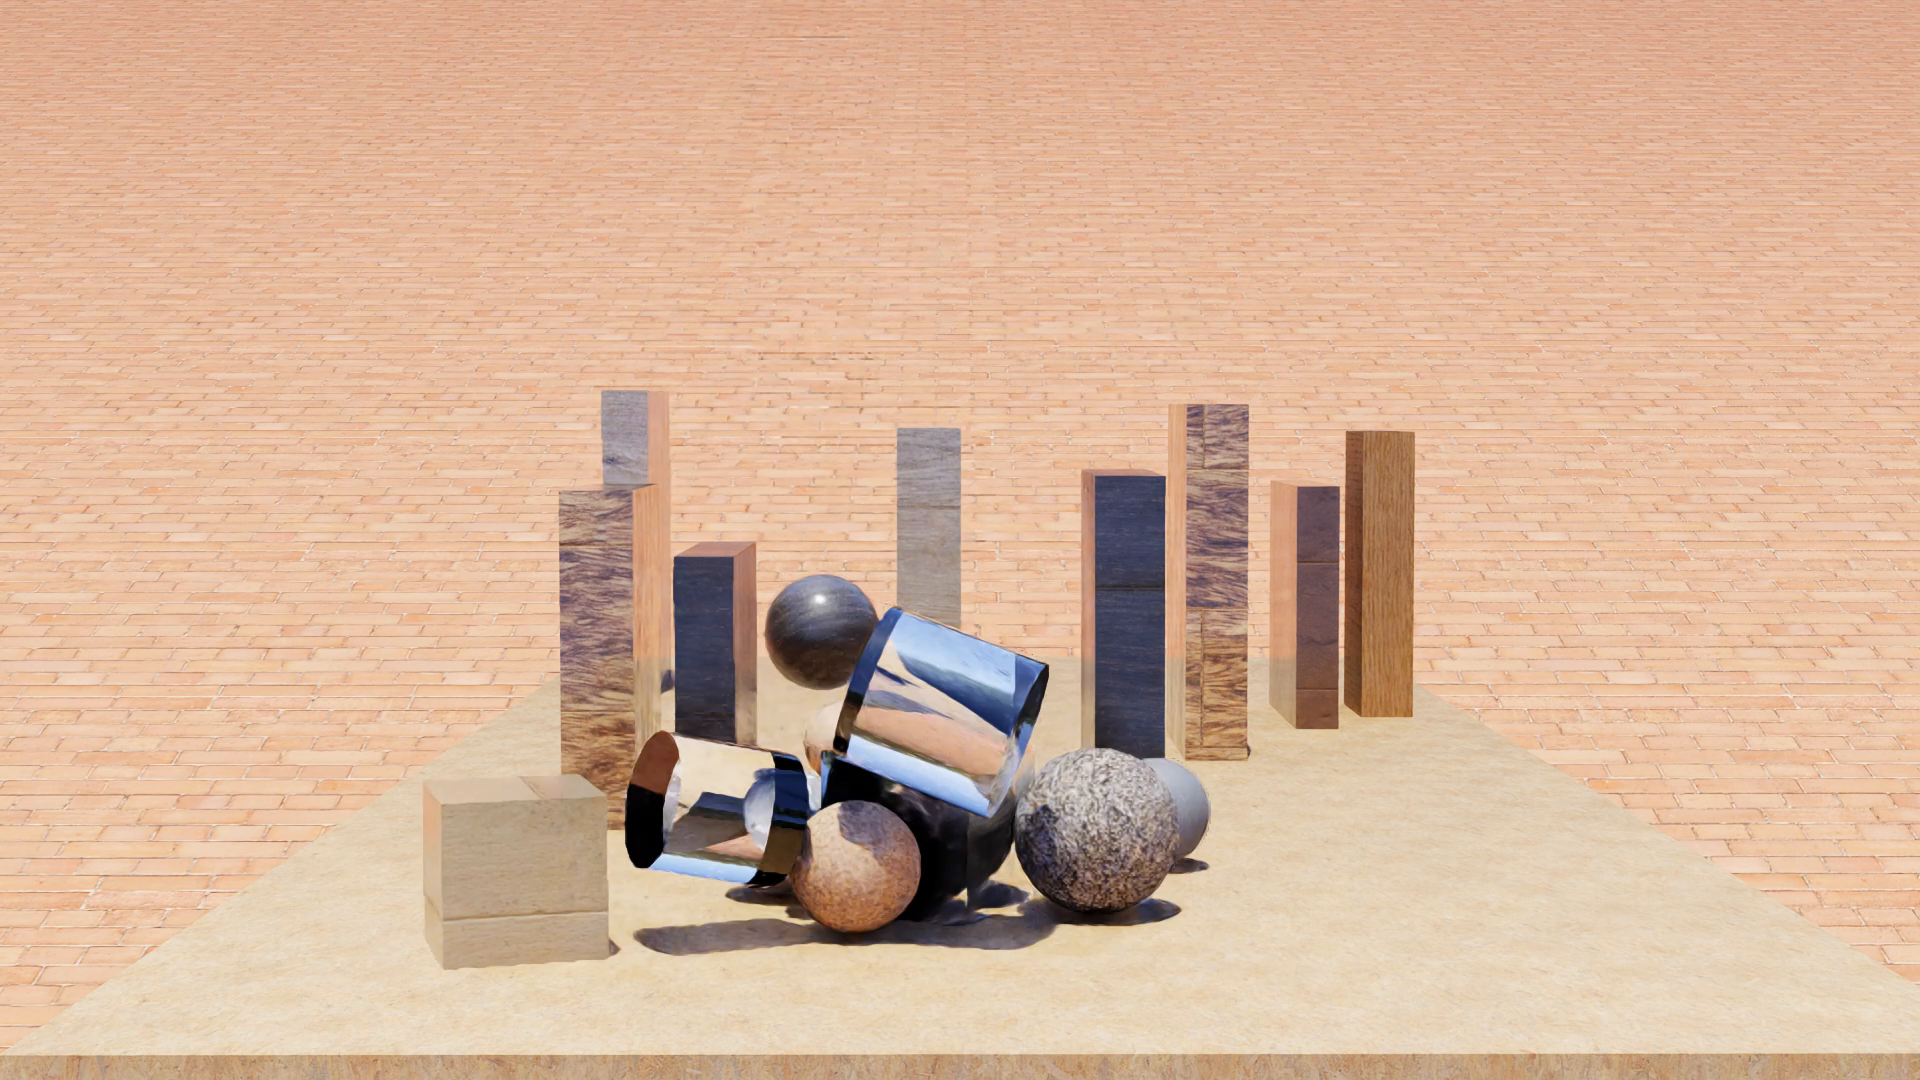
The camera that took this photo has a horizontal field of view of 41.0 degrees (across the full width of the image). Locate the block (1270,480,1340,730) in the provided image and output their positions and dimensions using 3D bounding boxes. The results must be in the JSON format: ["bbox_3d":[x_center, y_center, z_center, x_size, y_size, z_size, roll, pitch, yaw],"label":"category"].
[{"bbox_3d":[0.704,0.123,5.274,0.084,0.479,0.433,0,3,0],"label":"block"}]

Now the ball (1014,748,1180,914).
[{"bbox_3d":[0.171,0.365,3.229,0.209,0.209,0.209,0,22,0],"label":"ball"}]

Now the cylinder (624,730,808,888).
[{"bbox_3d":[-0.290,0.320,3.046,0.164,0.164,0.164,13,14,-28],"label":"cylinder"}]

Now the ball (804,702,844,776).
[{"bbox_3d":[-0.192,0.342,4.324,0.142,0.142,0.142,0,22,0],"label":"ball"}]

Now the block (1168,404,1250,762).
[{"bbox_3d":[0.459,0.067,4.796,0.111,0.641,0.397,0,3,0],"label":"block"}]

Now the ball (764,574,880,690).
[{"bbox_3d":[-0.169,0.113,3.140,0.142,0.142,0.142,0,22,0],"label":"ball"}]

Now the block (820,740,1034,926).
[{"bbox_3d":[-0.040,0.364,3.279,0.205,0.205,0.205,2,4,25],"label":"block"}]

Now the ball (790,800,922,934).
[{"bbox_3d":[-0.126,0.394,3.098,0.159,0.159,0.159,0,22,0],"label":"ball"}]

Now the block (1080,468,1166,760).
[{"bbox_3d":[0.239,0.169,3.818,0.099,0.539,0.408,0,3,0],"label":"block"}]

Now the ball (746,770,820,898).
[{"bbox_3d":[-0.228,0.381,3.344,0.168,0.168,0.168,0,22,0],"label":"ball"}]

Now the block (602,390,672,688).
[{"bbox_3d":[-0.728,0.000,5.807,0.099,0.671,0.440,0,3,0],"label":"block"}]

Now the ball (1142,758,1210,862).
[{"bbox_3d":[0.269,0.375,3.550,0.149,0.149,0.149,0,22,0],"label":"ball"}]

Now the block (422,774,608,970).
[{"bbox_3d":[-0.525,0.387,3.025,0.189,0.189,0.189,-1,3,-18],"label":"block"}]

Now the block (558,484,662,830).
[{"bbox_3d":[-0.545,0.172,4.028,0.110,0.512,0.351,0,3,0],"label":"block"}]

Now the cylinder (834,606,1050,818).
[{"bbox_3d":[-0.021,0.204,3.050,0.196,0.196,0.196,21,26,9],"label":"cylinder"}]

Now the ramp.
[{"bbox_3d":[0.050,0.452,4.532,2.000,0.100,4.000,0,3,0],"label":"ramp"}]

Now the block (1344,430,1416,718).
[{"bbox_3d":[0.874,0.065,5.367,0.105,0.584,0.240,0,3,0],"label":"block"}]

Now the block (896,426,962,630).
[{"bbox_3d":[-0.068,0.040,5.817,0.141,0.589,0.411,0,3,0],"label":"block"}]

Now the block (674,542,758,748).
[{"bbox_3d":[-0.357,0.226,3.790,0.083,0.429,0.410,0,3,0],"label":"block"}]
